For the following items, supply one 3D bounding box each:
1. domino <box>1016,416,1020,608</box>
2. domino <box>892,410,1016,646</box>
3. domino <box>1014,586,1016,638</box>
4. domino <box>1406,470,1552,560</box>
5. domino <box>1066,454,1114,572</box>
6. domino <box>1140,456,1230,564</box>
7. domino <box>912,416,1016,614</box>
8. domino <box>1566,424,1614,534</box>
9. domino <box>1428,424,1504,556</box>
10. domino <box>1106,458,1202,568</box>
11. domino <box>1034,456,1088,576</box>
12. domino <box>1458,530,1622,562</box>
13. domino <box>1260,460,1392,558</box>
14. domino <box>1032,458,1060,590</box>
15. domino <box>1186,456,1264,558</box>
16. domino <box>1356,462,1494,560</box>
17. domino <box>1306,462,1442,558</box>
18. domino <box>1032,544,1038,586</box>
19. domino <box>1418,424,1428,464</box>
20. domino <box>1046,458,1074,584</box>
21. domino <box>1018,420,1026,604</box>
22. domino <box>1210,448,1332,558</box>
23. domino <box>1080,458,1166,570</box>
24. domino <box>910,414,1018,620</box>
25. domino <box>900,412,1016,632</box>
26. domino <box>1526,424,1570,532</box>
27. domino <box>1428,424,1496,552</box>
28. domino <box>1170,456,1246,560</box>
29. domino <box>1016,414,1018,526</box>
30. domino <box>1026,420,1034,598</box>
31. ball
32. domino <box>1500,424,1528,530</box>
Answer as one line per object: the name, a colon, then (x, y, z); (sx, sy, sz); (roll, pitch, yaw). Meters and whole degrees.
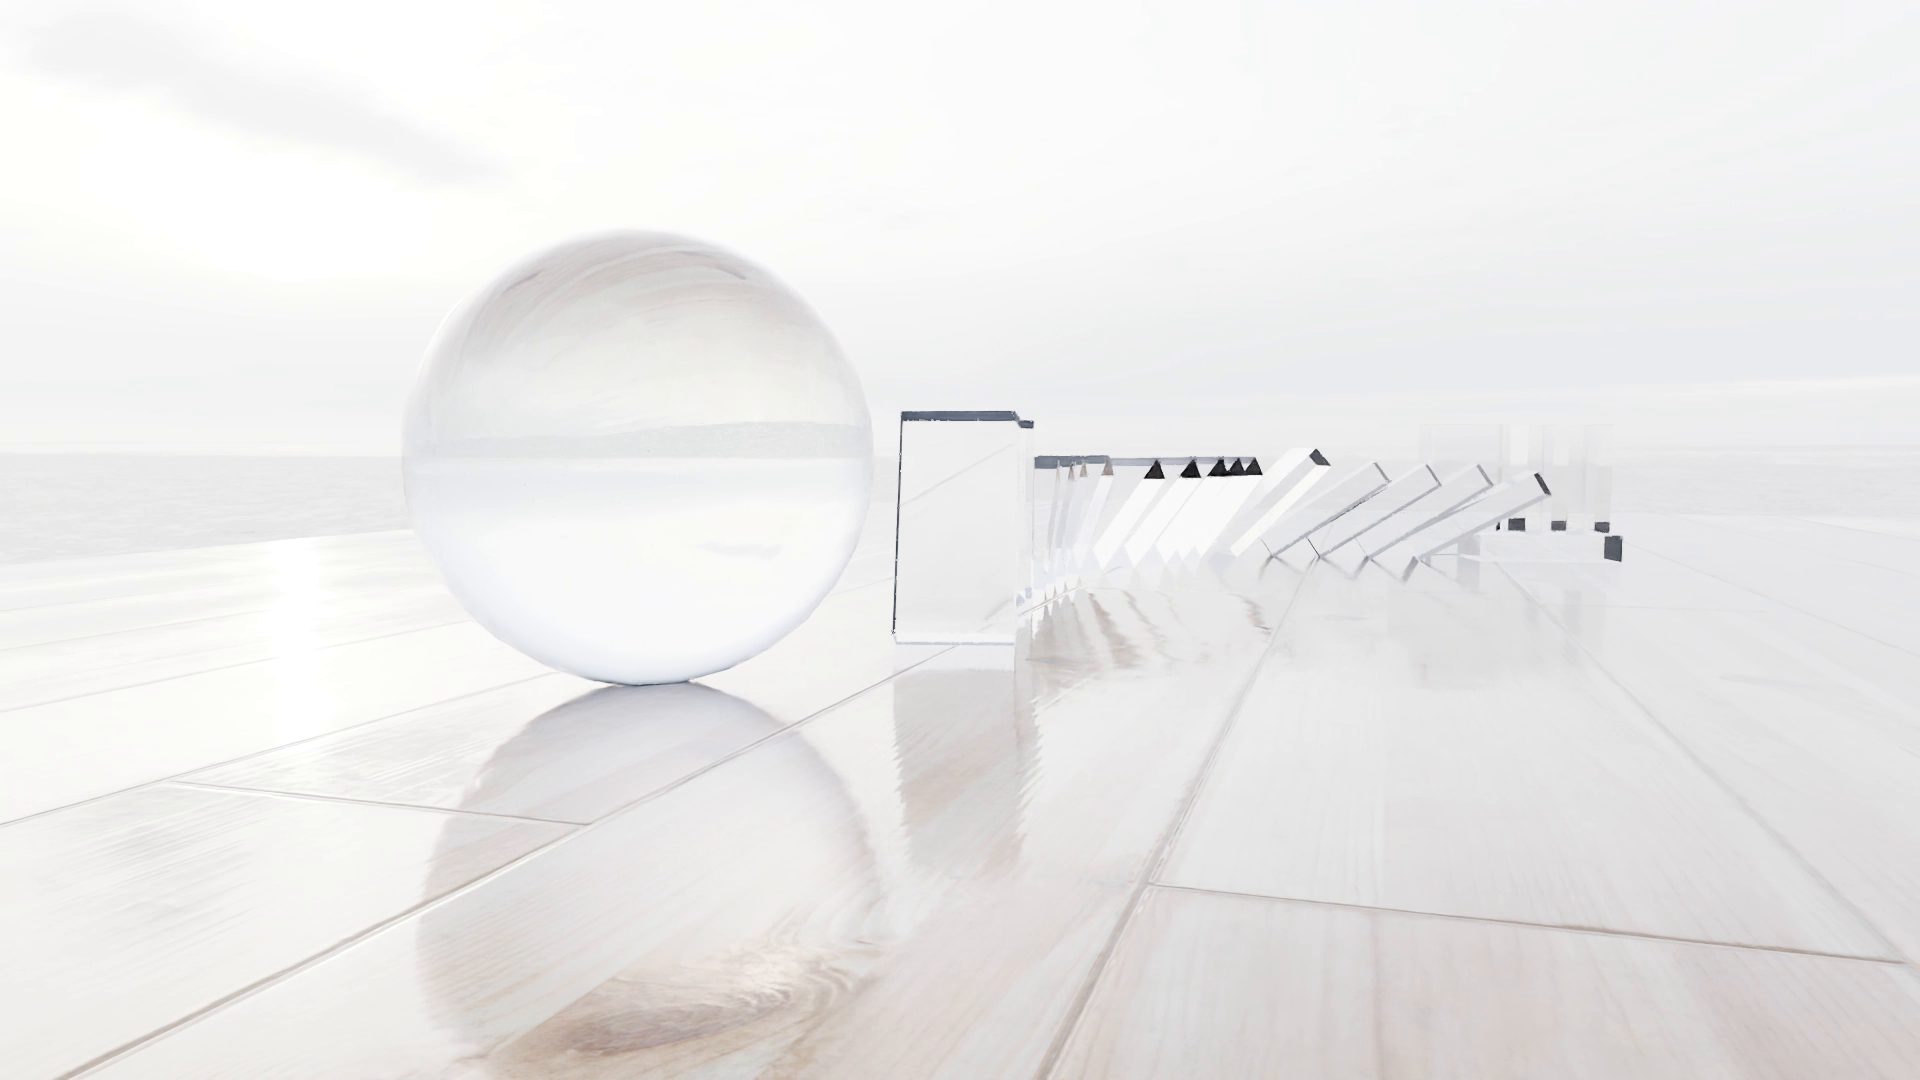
domino: (0.003, -0.008, 0.337); (0.025, 0.050, 0.009); (0, -19, 3)
domino: (-0.001, -0.003, 0.275); (0.025, 0.050, 0.009); (0, -19, 3)
domino: (0.000, -0.004, 0.285); (0.025, 0.050, 0.010); (0, -19, 3)
domino: (0.189, -0.009, 0.471); (0.050, 0.009, 0.025); (-29, -3, 15)
domino: (0.034, -0.010, 0.440); (0.025, 0.009, 0.050); (1, 42, 24)
domino: (0.076, -0.012, 0.472); (0.025, 0.009, 0.050); (4, 42, 45)
domino: (0.002, -0.007, 0.326); (0.025, 0.050, 0.009); (0, -19, 3)
domino: (0.254, -0.021, 0.520); (0.009, 0.050, 0.025); (0, 4, 5)
domino: (0.194, -0.019, 0.493); (0.025, 0.050, 0.009); (1, 4, 7)
domino: (0.063, -0.011, 0.462); (0.025, 0.009, 0.050); (4, 43, 45)
domino: (0.026, -0.009, 0.425); (0.025, 0.009, 0.050); (0, 41, 17)
domino: (0.214, 0.002, 0.475); (0.050, 0.009, 0.025); (0, 4, 3)
domino: (0.137, -0.012, 0.486); (0.050, 0.010, 0.025); (-34, -3, 12)
domino: (0.016, -0.006, 0.393); (0.025, 0.010, 0.050); (1, 42, 11)
domino: (0.094, -0.014, 0.499); (0.025, 0.009, 0.050); (5, 43, 47)
domino: (0.171, -0.011, 0.475); (0.050, 0.009, 0.025); (-33, -5, 15)
domino: (0.154, -0.011, 0.480); (0.050, 0.009, 0.025); (-33, -5, 15)
domino: (0.009, -0.006, 0.380); (0.025, 0.010, 0.050); (-6, 41, 3)
domino: (0.193, -0.020, 0.505); (0.025, 0.050, 0.009); (1, 5, 19)
domino: (0.021, -0.007, 0.409); (0.025, 0.009, 0.050); (1, 42, 14)
domino: (0.005, -0.008, 0.348); (0.025, 0.050, 0.009); (0, -22, 3)
domino: (0.118, -0.015, 0.494); (0.050, 0.009, 0.025); (-43, 8, -2)
domino: (0.049, -0.010, 0.452); (0.025, 0.009, 0.050); (4, 42, 40)
domino: (0.002, -0.006, 0.316); (0.025, 0.050, 0.010); (0, -19, 3)
domino: (0.000, -0.004, 0.295); (0.025, 0.050, 0.009); (0, -19, 3)
domino: (0.237, -0.022, 0.522); (0.010, 0.050, 0.025); (0, 4, 3)
domino: (0.203, -0.021, 0.520); (0.009, 0.050, 0.025); (-2, 5, -25)
domino: (0.085, -0.013, 0.486); (0.025, 0.009, 0.050); (4, 43, 47)
domino: (0.001, -0.005, 0.306); (0.025, 0.050, 0.009); (0, -19, 3)
domino: (0.008, -0.009, 0.359); (0.025, 0.050, 0.009); (0, -21, 5)
ball: (-0.055, -0.014, 0.226); (0.080, 0.080, 0.080); (0, 4, 0)
domino: (0.220, -0.022, 0.522); (0.010, 0.050, 0.025); (0, 4, -3)
